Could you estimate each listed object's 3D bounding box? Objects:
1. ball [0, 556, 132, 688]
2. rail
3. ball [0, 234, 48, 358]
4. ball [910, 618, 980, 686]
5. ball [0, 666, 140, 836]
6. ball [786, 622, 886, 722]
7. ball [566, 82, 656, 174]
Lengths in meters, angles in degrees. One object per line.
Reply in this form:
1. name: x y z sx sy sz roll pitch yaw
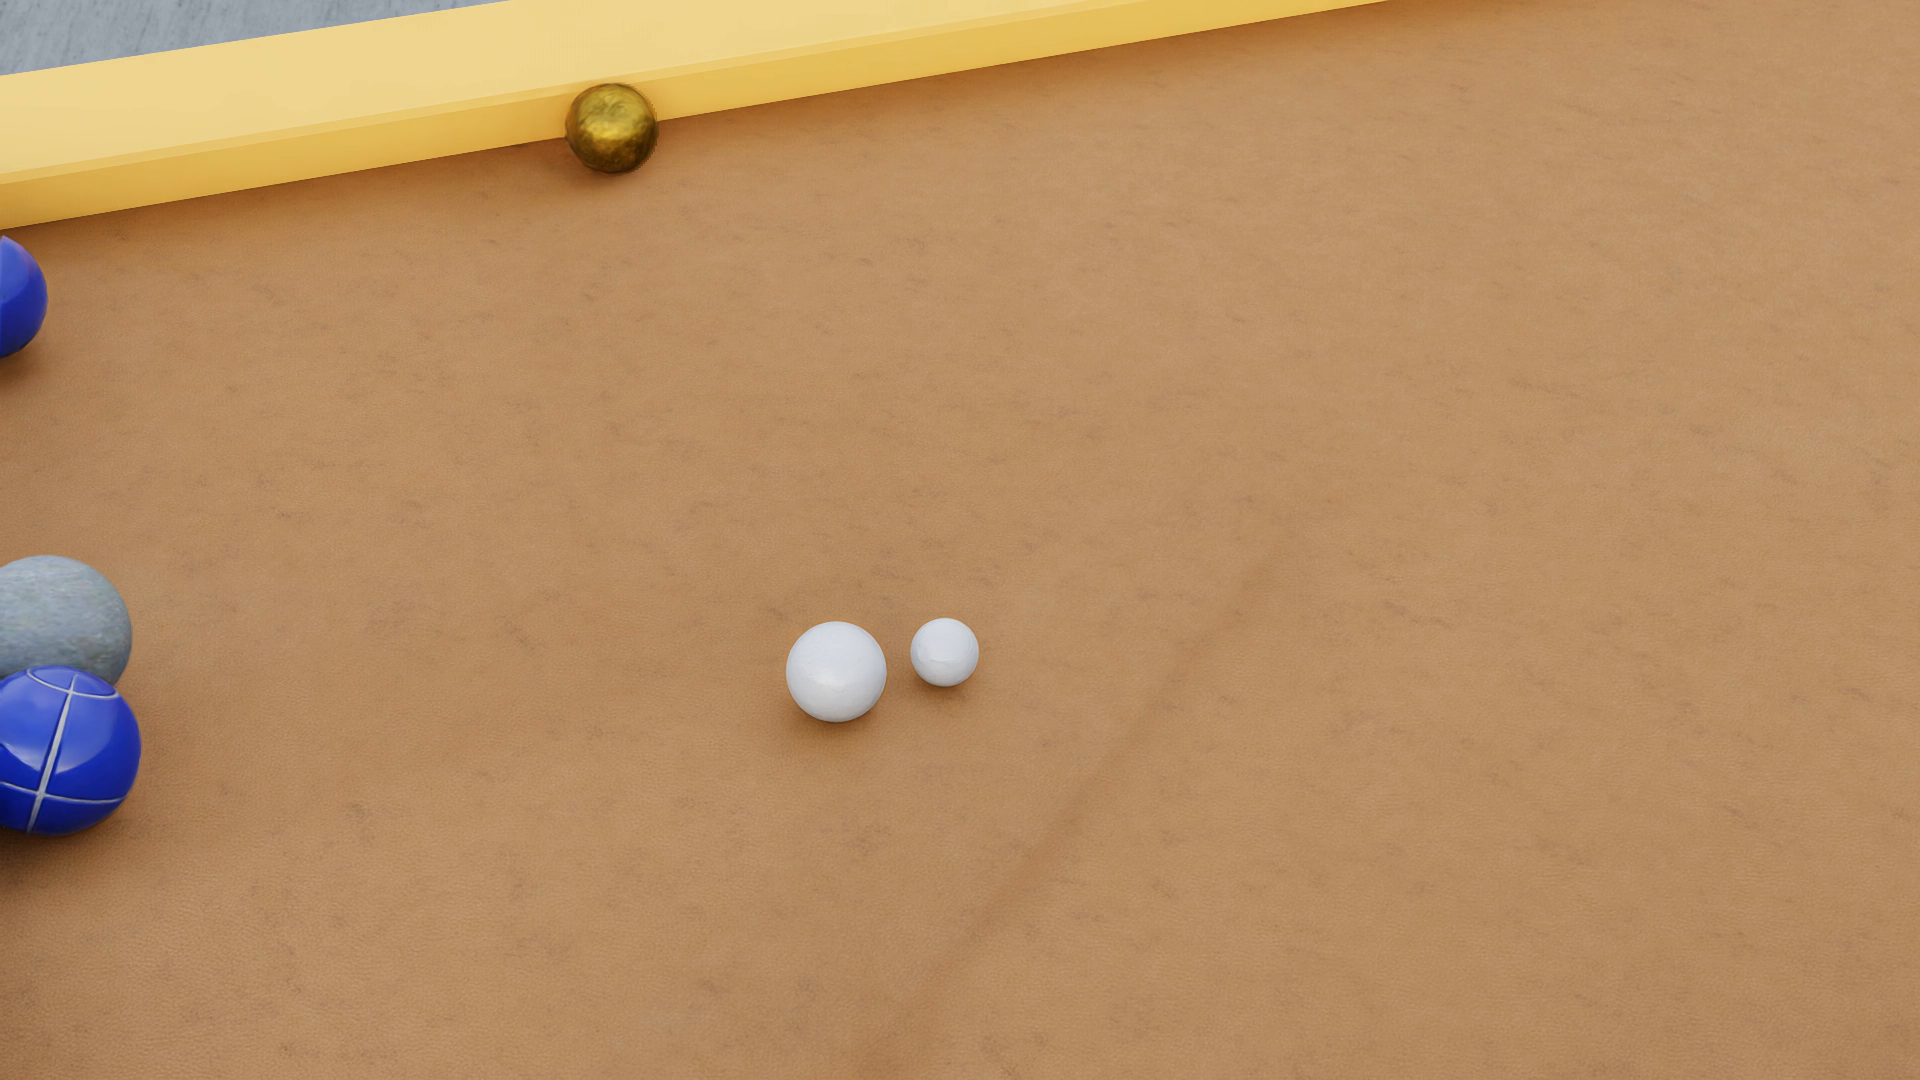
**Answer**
1. ball: -0.525 0.056 1.472 0.094 0.094 0.094 0 35 0
2. rail: 0.332 -0.517 2.265 2.503 0.122 0.045 -13 37 -17
3. ball: -0.688 -0.171 1.799 0.092 0.092 0.092 0 35 0
4. ball: -0.009 0.066 1.505 0.040 0.040 0.040 0 35 0
5. ball: -0.492 0.114 1.390 0.093 0.093 0.093 0 35 0
6. ball: -0.071 0.076 1.475 0.058 0.058 0.058 0 35 0
7. ball: -0.278 -0.328 2.041 0.072 0.072 0.072 0 35 0
